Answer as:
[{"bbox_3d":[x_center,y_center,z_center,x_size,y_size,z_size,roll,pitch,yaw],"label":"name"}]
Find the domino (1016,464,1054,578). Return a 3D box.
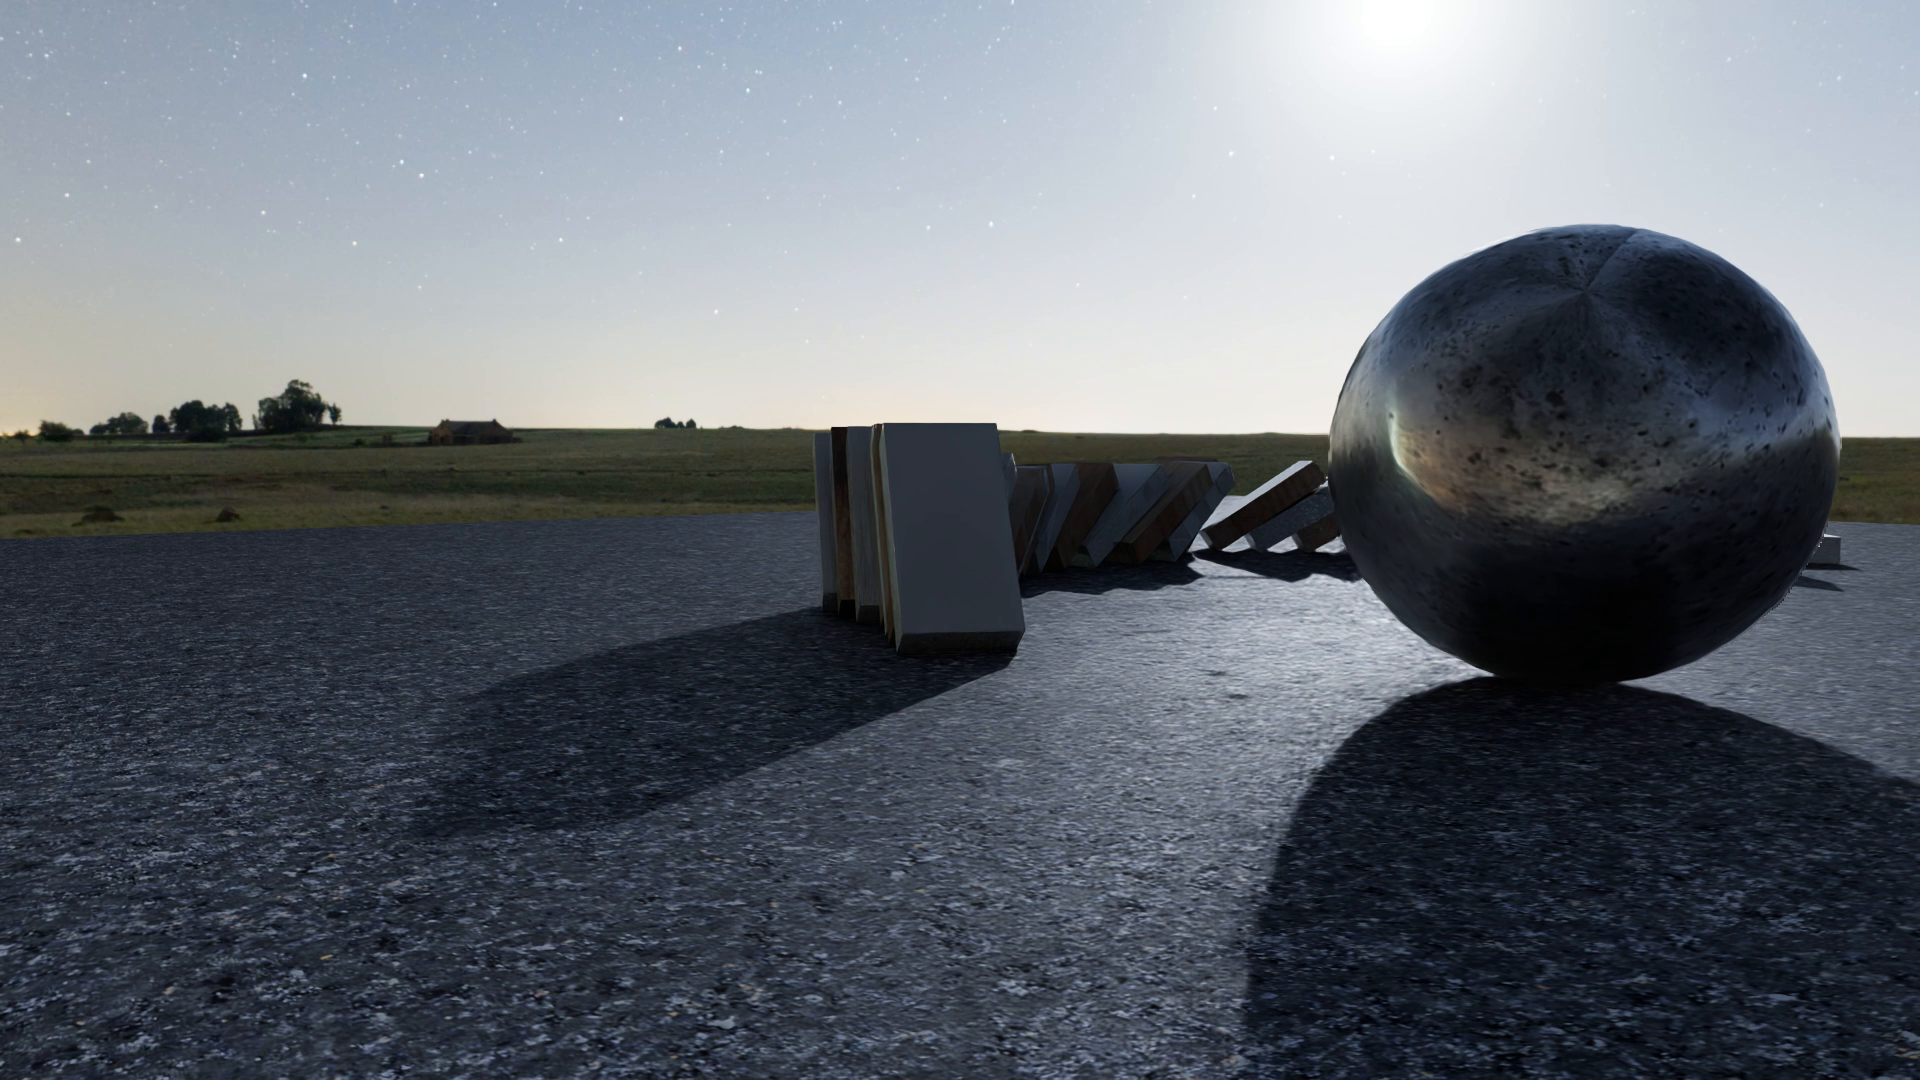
[{"bbox_3d":[0.013,-0.007,0.419,0.025,0.009,0.050,0,37,19],"label":"domino"}]

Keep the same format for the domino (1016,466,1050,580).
[{"bbox_3d":[0.010,-0.005,0.401,0.025,0.010,0.050,1,37,18],"label":"domino"}]

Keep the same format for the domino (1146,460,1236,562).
[{"bbox_3d":[0.081,-0.012,0.484,0.025,0.009,0.050,5,40,41],"label":"domino"}]

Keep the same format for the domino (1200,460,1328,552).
[{"bbox_3d":[0.120,-0.014,0.511,0.050,0.010,0.025,-34,1,4],"label":"domino"}]

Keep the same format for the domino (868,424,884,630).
[{"bbox_3d":[-0.007,-0.004,0.304,0.025,0.050,0.010,0,-29,-10],"label":"domino"}]

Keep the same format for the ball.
[{"bbox_3d":[0.106,-0.014,0.225,0.080,0.080,0.080,0,4,0],"label":"ball"}]

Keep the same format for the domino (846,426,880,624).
[{"bbox_3d":[-0.014,-0.005,0.315,0.025,0.050,0.010,-1,-29,-10],"label":"domino"}]

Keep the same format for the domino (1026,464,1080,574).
[{"bbox_3d":[0.022,-0.008,0.435,0.025,0.010,0.050,1,37,23],"label":"domino"}]

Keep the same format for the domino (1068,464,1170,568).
[{"bbox_3d":[0.051,-0.010,0.461,0.025,0.009,0.050,4,39,46],"label":"domino"}]

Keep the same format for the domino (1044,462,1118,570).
[{"bbox_3d":[0.034,-0.009,0.450,0.025,0.009,0.050,2,38,33],"label":"domino"}]

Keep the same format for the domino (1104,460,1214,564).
[{"bbox_3d":[0.068,-0.011,0.471,0.025,0.009,0.050,8,42,46],"label":"domino"}]

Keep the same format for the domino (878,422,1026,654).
[{"bbox_3d":[-0.002,-0.001,0.271,0.025,0.050,0.009,-1,-29,-11],"label":"domino"}]

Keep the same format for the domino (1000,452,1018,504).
[{"bbox_3d":[-0.002,-0.005,0.368,0.025,0.010,0.050,2,46,18],"label":"domino"}]

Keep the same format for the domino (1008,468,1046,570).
[{"bbox_3d":[0.008,-0.004,0.383,0.025,0.010,0.050,1,37,18],"label":"domino"}]

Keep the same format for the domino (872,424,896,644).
[{"bbox_3d":[-0.005,-0.002,0.282,0.025,0.050,0.010,-1,-29,-11],"label":"domino"}]

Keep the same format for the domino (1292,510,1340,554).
[{"bbox_3d":[0.156,-0.012,0.507,0.050,0.009,0.025,-31,1,7],"label":"domino"}]

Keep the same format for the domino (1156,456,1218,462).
[{"bbox_3d":[0.083,-0.015,0.507,0.025,0.009,0.050,3,39,30],"label":"domino"}]

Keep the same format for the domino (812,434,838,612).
[{"bbox_3d":[-0.025,-0.005,0.338,0.025,0.050,0.009,-1,-33,-10],"label":"domino"}]

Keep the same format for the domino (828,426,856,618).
[{"bbox_3d":[-0.019,-0.005,0.325,0.025,0.050,0.009,-1,-29,-10],"label":"domino"}]

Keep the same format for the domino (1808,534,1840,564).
[{"bbox_3d":[0.291,0.002,0.474,0.050,0.010,0.025,1,4,14],"label":"domino"}]

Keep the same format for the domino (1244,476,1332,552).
[{"bbox_3d":[0.137,-0.013,0.510,0.050,0.009,0.025,-31,2,5],"label":"domino"}]

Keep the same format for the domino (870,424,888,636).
[{"bbox_3d":[-0.006,-0.003,0.293,0.025,0.050,0.009,-1,-29,-11],"label":"domino"}]

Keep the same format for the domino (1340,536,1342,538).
[{"bbox_3d":[0.174,-0.012,0.504,0.050,0.009,0.025,-31,0,9],"label":"domino"}]

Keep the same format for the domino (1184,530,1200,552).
[{"bbox_3d":[0.087,-0.013,0.523,0.025,0.010,0.050,2,33,29],"label":"domino"}]
